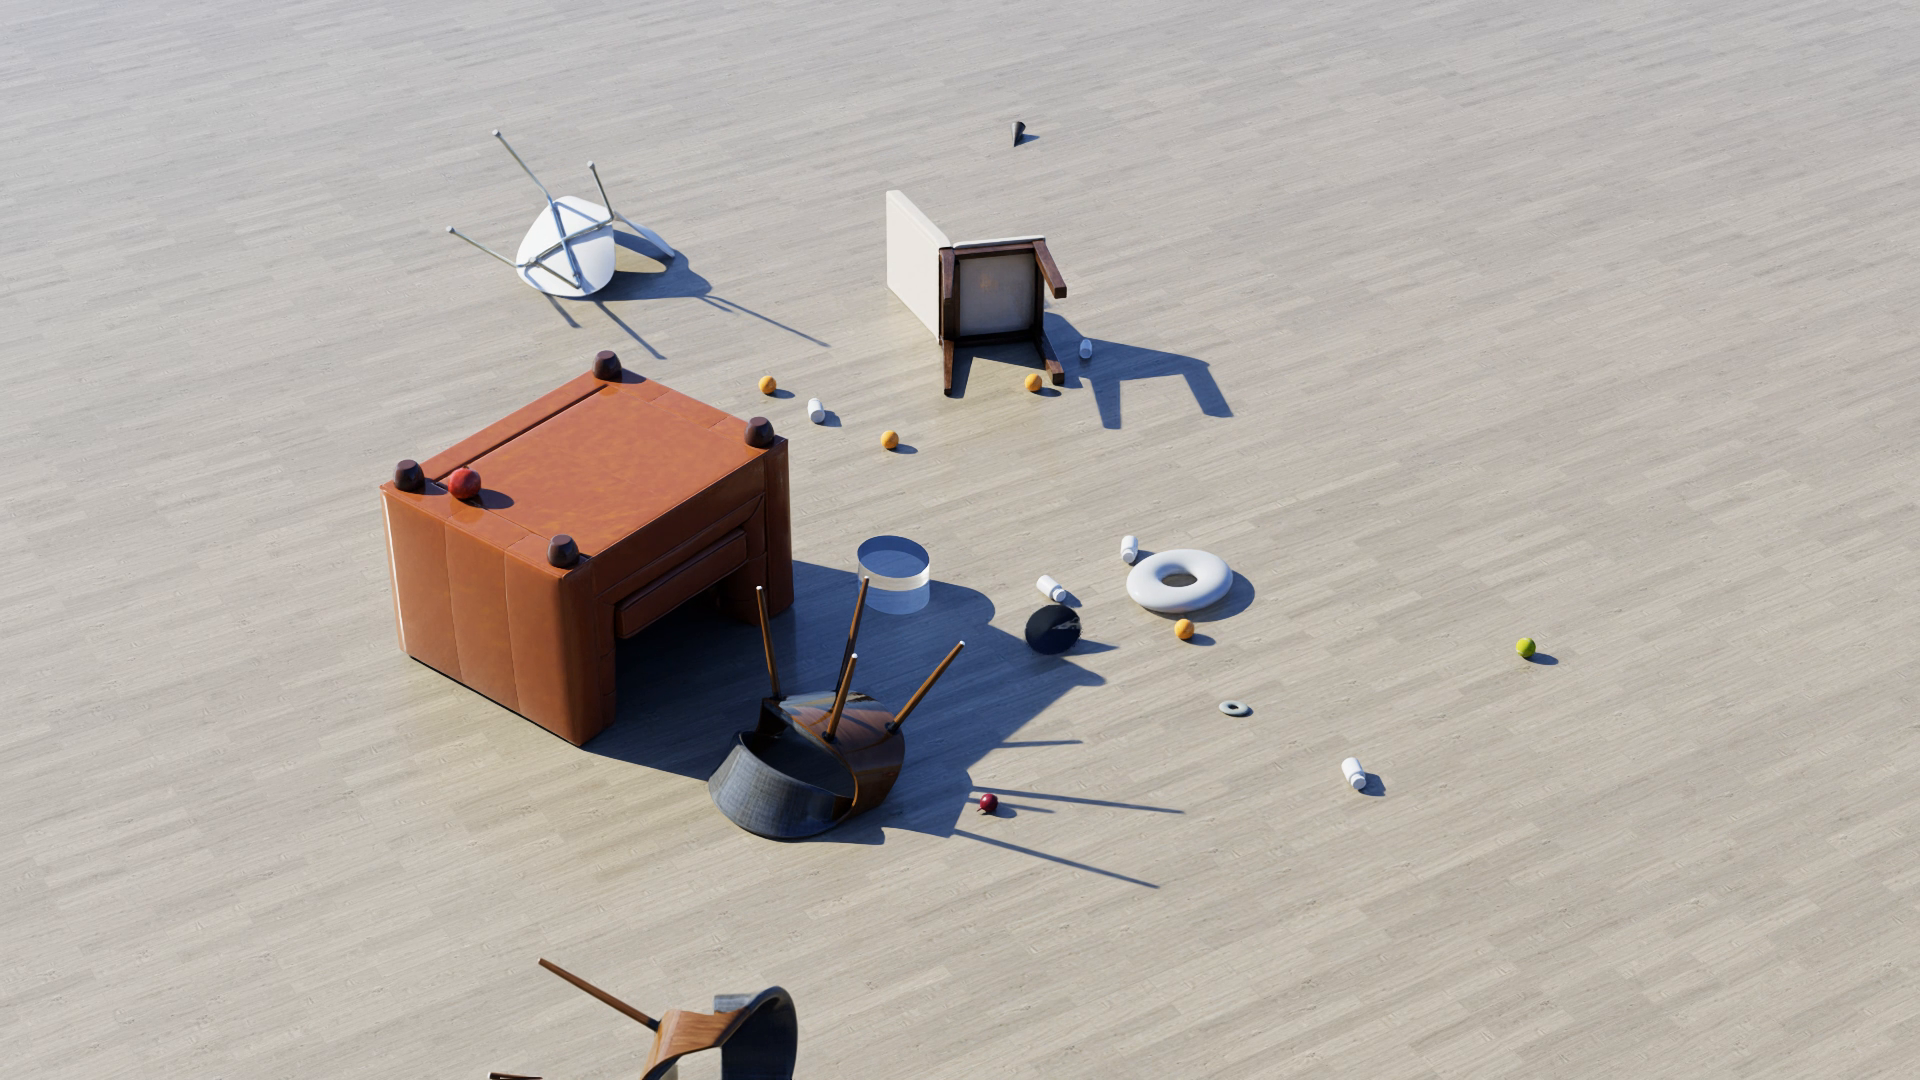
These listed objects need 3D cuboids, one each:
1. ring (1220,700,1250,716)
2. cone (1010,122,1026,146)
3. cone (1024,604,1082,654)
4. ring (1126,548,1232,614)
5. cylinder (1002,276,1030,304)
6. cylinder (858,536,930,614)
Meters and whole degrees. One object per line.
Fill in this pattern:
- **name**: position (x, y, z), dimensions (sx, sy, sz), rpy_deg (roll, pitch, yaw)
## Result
- **ring**: position (0.940, 0.577, 10.055), dimensions (0.103, 0.016, 0.078), rpy_deg (6, 34, 10)
- **cone**: position (0.263, -1.894, 13.789), dimensions (0.074, 0.066, 0.156), rpy_deg (-12, 41, 23)
- **cone**: position (0.313, 0.319, 10.396), dimensions (0.211, 0.172, 0.120), rpy_deg (-18, 1, -15)
- **ring**: position (0.798, 0.148, 10.652), dimensions (0.411, 0.075, 0.354), rpy_deg (-23, 39, -30)
- **cylinder**: position (0.238, -1.067, 12.483), dimensions (0.101, 0.083, 0.087), rpy_deg (18, 25, -28)
- **cylinder**: position (-0.241, 0.126, 10.609), dimensions (0.244, 0.159, 0.294), rpy_deg (-22, 39, -29)
